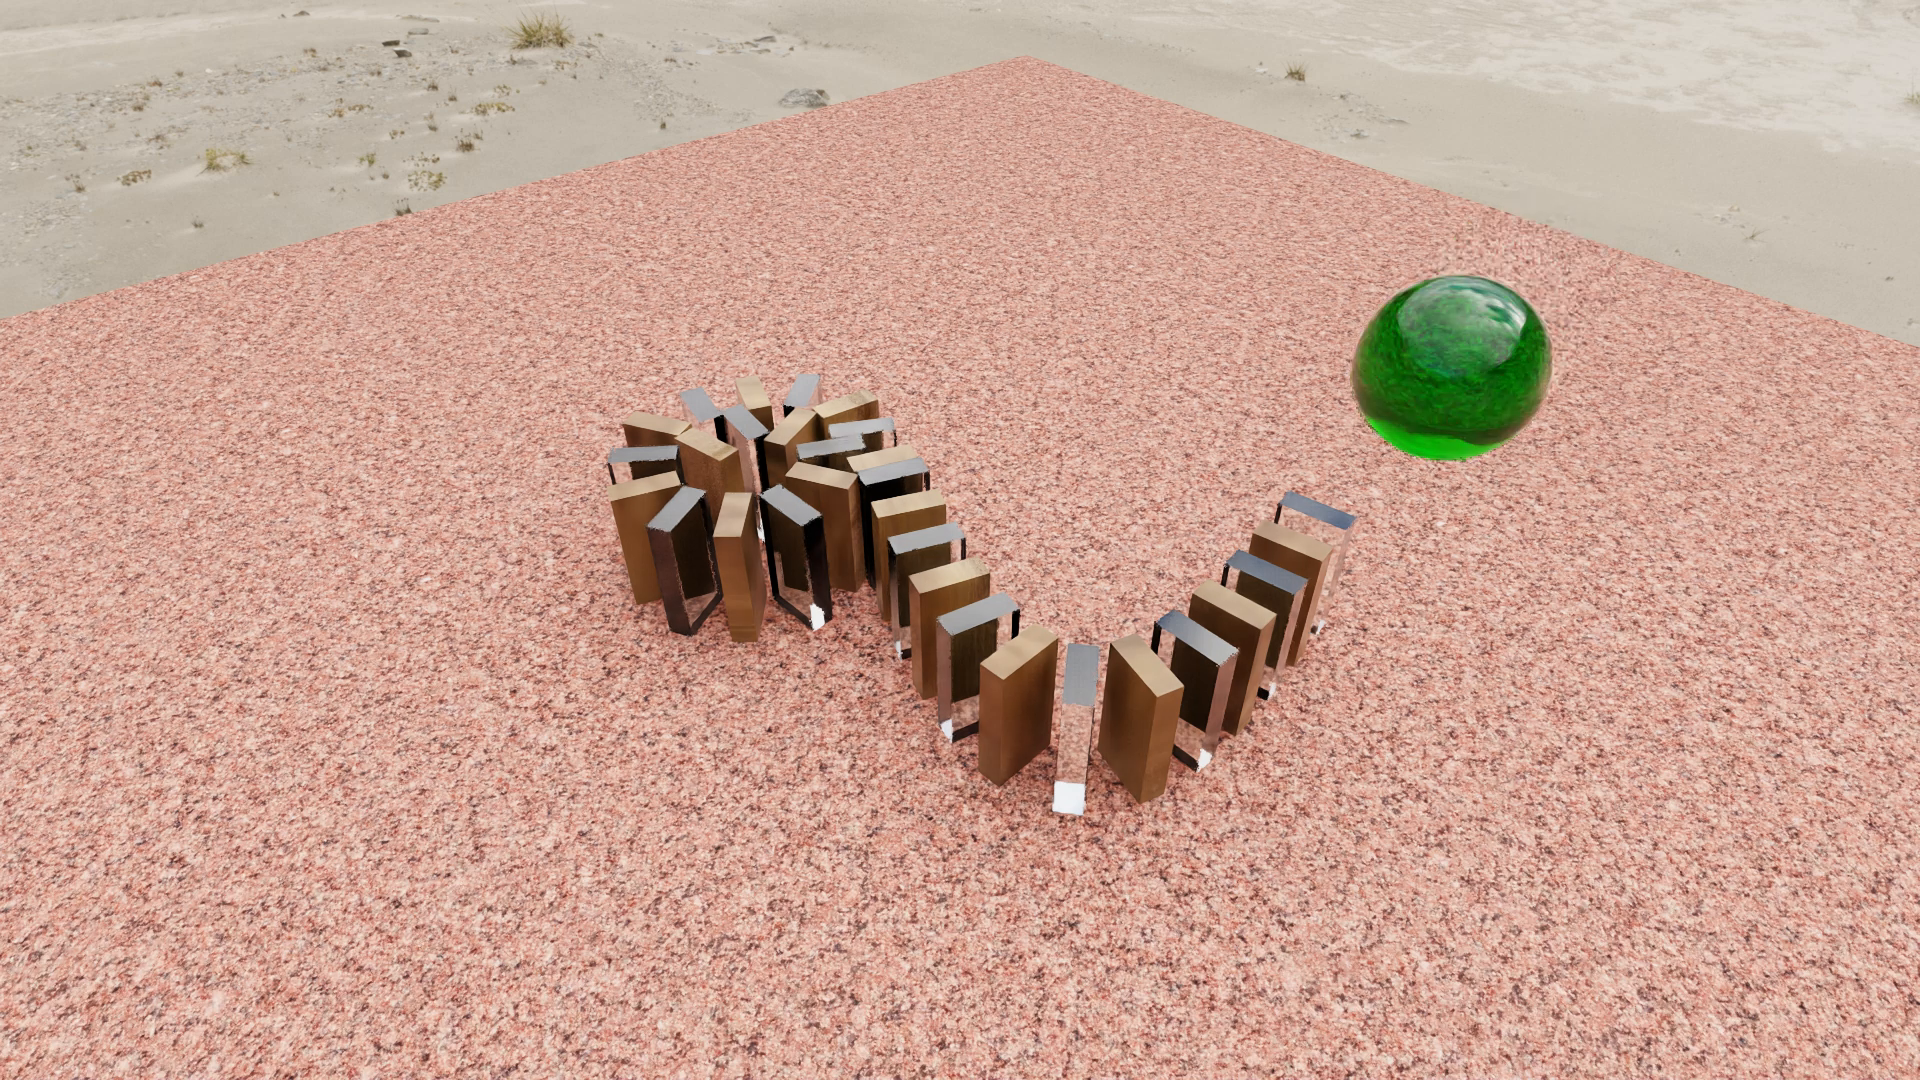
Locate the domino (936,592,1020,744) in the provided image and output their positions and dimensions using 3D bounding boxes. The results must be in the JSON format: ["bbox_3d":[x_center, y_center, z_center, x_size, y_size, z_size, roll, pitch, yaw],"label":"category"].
[{"bbox_3d":[0.006,0.042,0.360,0.025,0.050,0.009,-20,43,-23],"label":"domino"}]

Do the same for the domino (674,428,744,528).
[{"bbox_3d":[-0.096,-0.017,0.432,0.025,0.050,0.009,26,46,28],"label":"domino"}]

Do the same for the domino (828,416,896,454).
[{"bbox_3d":[-0.038,-0.024,0.441,0.025,0.050,0.009,-8,40,-10],"label":"domino"}]

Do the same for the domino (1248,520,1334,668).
[{"bbox_3d":[0.113,0.019,0.388,0.025,0.050,0.009,26,46,28],"label":"domino"}]

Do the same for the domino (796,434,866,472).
[{"bbox_3d":[-0.049,-0.016,0.431,0.025,0.050,0.010,-11,40,-13],"label":"domino"}]

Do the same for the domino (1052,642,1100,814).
[{"bbox_3d":[0.036,0.059,0.340,0.009,0.050,0.025,5,40,6],"label":"domino"}]

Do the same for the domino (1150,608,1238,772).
[{"bbox_3d":[0.072,0.049,0.352,0.010,0.050,0.025,-30,48,-31],"label":"domino"}]

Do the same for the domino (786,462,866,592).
[{"bbox_3d":[-0.050,-0.004,0.417,0.025,0.050,0.010,13,41,15],"label":"domino"}]

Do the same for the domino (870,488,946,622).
[{"bbox_3d":[-0.018,0.006,0.404,0.025,0.050,0.009,-12,41,-14],"label":"domino"}]

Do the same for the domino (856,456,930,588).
[{"bbox_3d":[-0.024,-0.006,0.419,0.025,0.050,0.009,-14,41,-16],"label":"domino"}]

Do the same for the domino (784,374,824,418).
[{"bbox_3d":[-0.064,-0.042,0.462,0.010,0.050,0.025,5,40,6],"label":"domino"}]

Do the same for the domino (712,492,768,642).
[{"bbox_3d":[-0.079,0.010,0.399,0.009,0.050,0.025,0,39,0],"label":"domino"}]

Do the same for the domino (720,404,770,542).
[{"bbox_3d":[-0.084,-0.027,0.444,0.009,0.050,0.025,-24,45,-27],"label":"domino"}]

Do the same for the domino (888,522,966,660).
[{"bbox_3d":[-0.011,0.019,0.389,0.025,0.050,0.010,-13,41,-16],"label":"domino"}]

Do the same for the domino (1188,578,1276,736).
[{"bbox_3d":[0.087,0.039,0.363,0.025,0.050,0.009,30,48,31],"label":"domino"}]

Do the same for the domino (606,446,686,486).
[{"bbox_3d":[-0.119,-0.013,0.427,0.025,0.050,0.009,-3,39,-4],"label":"domino"}]

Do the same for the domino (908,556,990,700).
[{"bbox_3d":[-0.003,0.031,0.374,0.025,0.050,0.010,-16,42,-18],"label":"domino"}]

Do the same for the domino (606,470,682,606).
[{"bbox_3d":[-0.114,0.000,0.412,0.025,0.050,0.009,-15,42,-18],"label":"domino"}]

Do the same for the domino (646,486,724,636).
[{"bbox_3d":[-0.099,0.008,0.401,0.009,0.050,0.025,13,41,15],"label":"domino"}]

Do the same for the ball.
[{"bbox_3d":[0.213,-0.075,0.479,0.080,0.080,0.080,0,39,0],"label":"ball"}]

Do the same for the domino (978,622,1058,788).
[{"bbox_3d":[0.018,0.053,0.347,0.010,0.050,0.025,32,49,33],"label":"domino"}]

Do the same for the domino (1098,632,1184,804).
[{"bbox_3d":[0.055,0.056,0.343,0.009,0.050,0.025,-18,43,-20],"label":"domino"}]

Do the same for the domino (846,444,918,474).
[{"bbox_3d":[-0.029,-0.011,0.425,0.025,0.050,0.009,-14,41,-17],"label":"domino"}]

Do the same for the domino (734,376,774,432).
[{"bbox_3d":[-0.084,-0.041,0.461,0.009,0.050,0.025,-14,41,-16],"label":"domino"}]

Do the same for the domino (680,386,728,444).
[{"bbox_3d":[-0.103,-0.035,0.454,0.009,0.050,0.025,-19,43,-22],"label":"domino"}]

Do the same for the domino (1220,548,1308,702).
[{"bbox_3d":[0.100,0.030,0.375,0.025,0.050,0.010,27,46,29],"label":"domino"}]

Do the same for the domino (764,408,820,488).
[{"bbox_3d":[-0.066,-0.025,0.442,0.010,0.050,0.025,15,42,18],"label":"domino"}]

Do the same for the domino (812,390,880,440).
[{"bbox_3d":[-0.046,-0.035,0.454,0.025,0.050,0.010,-23,45,-26],"label":"domino"}]

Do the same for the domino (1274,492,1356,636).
[{"bbox_3d":[0.125,0.009,0.401,0.025,0.050,0.009,26,46,28],"label":"domino"}]

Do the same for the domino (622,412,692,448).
[{"bbox_3d":[-0.118,-0.026,0.443,0.025,0.050,0.009,13,41,15],"label":"domino"}]

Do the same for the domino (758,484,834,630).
[{"bbox_3d":[-0.060,0.007,0.403,0.009,0.050,0.025,-32,49,-33],"label":"domino"}]
